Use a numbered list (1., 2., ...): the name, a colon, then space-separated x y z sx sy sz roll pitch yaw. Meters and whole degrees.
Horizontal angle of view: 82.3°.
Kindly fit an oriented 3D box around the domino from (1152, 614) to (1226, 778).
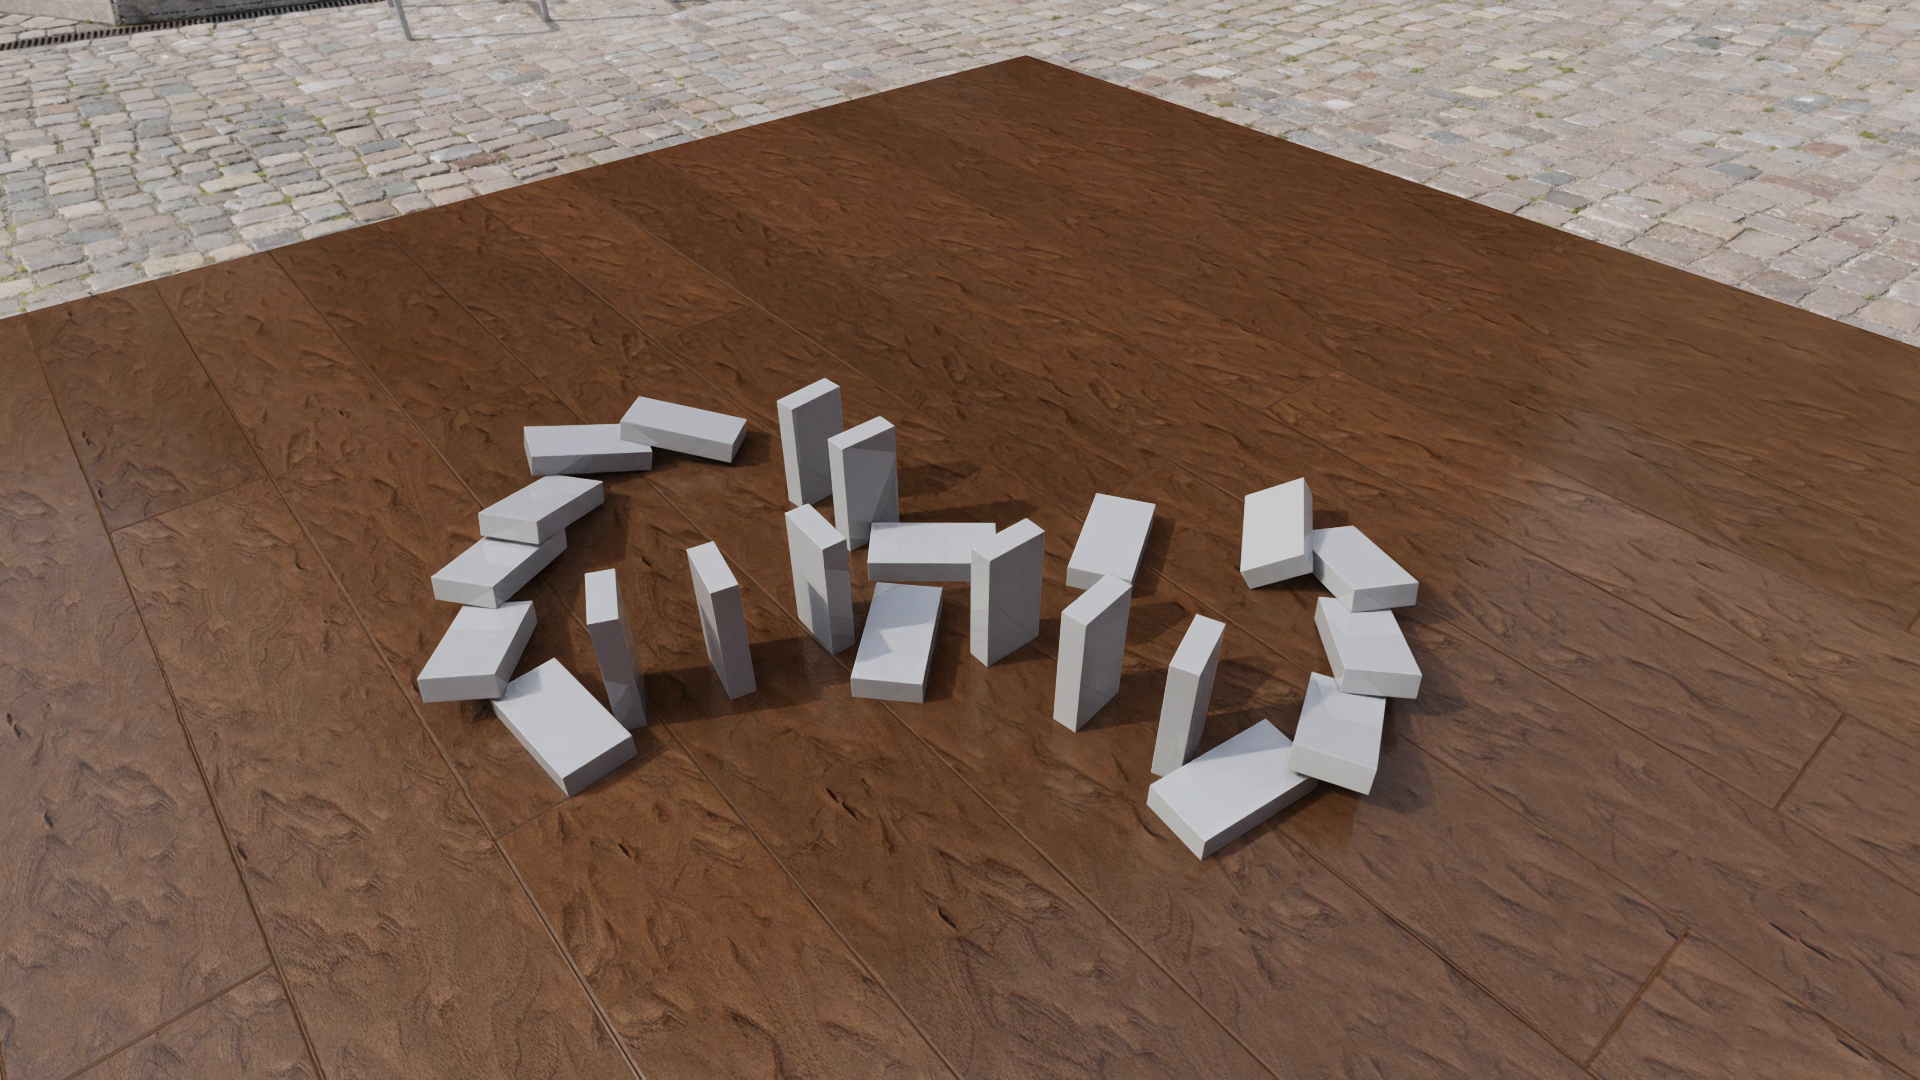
1. domino: 0.072 0.051 0.349 0.009 0.050 0.025 19 43 21

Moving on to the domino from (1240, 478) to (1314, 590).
1. domino: 0.126 -0.003 0.438 0.025 0.009 0.050 -19 31 29

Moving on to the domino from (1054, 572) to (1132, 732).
1. domino: 0.044 0.038 0.365 0.009 0.050 0.025 29 48 31

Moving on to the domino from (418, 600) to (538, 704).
1. domino: -0.169 0.038 0.388 0.025 0.009 0.050 -4 26 -4

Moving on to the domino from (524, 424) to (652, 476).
1. domino: -0.164 -0.040 0.484 0.050 0.009 0.025 -5 38 -27

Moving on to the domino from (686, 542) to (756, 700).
1. domino: -0.082 0.028 0.377 0.009 0.050 0.025 -19 43 -22

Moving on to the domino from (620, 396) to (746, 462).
1. domino: -0.124 -0.050 0.495 0.050 0.010 0.025 12 33 -2

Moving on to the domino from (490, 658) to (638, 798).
1. domino: -0.133 0.062 0.368 0.025 0.010 0.050 -32 49 -33

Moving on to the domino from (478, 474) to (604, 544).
1. domino: -0.169 -0.013 0.448 0.025 0.009 0.050 8 23 10

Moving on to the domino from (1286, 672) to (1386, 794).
1. domino: 0.123 0.062 0.357 0.025 0.010 0.050 16 26 18

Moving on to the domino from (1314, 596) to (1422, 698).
1. domino: 0.143 0.037 0.389 0.025 0.009 0.050 4 26 5

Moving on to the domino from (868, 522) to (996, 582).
1. domino: -0.011 0.005 0.438 0.050 0.009 0.025 0 39 0

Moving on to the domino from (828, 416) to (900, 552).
1. domino: -0.038 -0.022 0.438 0.025 0.050 0.009 -28 47 -30

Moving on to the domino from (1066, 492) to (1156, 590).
1. domino: 0.061 0.001 0.442 0.025 0.009 0.050 12 41 14

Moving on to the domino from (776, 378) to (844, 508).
1. domino: -0.061 -0.040 0.460 0.010 0.050 0.025 32 49 33

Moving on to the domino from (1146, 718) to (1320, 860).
1. domino: 0.087 0.078 0.348 0.050 0.010 0.025 -22 44 -25

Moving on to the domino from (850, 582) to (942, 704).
1. domino: -0.022 0.036 0.399 0.025 0.010 0.050 4 40 5

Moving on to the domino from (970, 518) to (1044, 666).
1. domino: 0.016 0.019 0.388 0.025 0.050 0.009 -28 47 -30

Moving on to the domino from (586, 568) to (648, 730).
1. domino: -0.114 0.037 0.366 0.009 0.050 0.025 -10 40 -12

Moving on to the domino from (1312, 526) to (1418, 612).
1. domino: 0.150 0.010 0.422 0.025 0.010 0.050 -6 26 -7

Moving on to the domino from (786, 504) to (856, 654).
1. domino: -0.050 0.014 0.394 0.010 0.050 0.025 -25 46 -28

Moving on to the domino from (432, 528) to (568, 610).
1. domino: -0.177 0.008 0.425 0.025 0.009 0.050 8 28 9
